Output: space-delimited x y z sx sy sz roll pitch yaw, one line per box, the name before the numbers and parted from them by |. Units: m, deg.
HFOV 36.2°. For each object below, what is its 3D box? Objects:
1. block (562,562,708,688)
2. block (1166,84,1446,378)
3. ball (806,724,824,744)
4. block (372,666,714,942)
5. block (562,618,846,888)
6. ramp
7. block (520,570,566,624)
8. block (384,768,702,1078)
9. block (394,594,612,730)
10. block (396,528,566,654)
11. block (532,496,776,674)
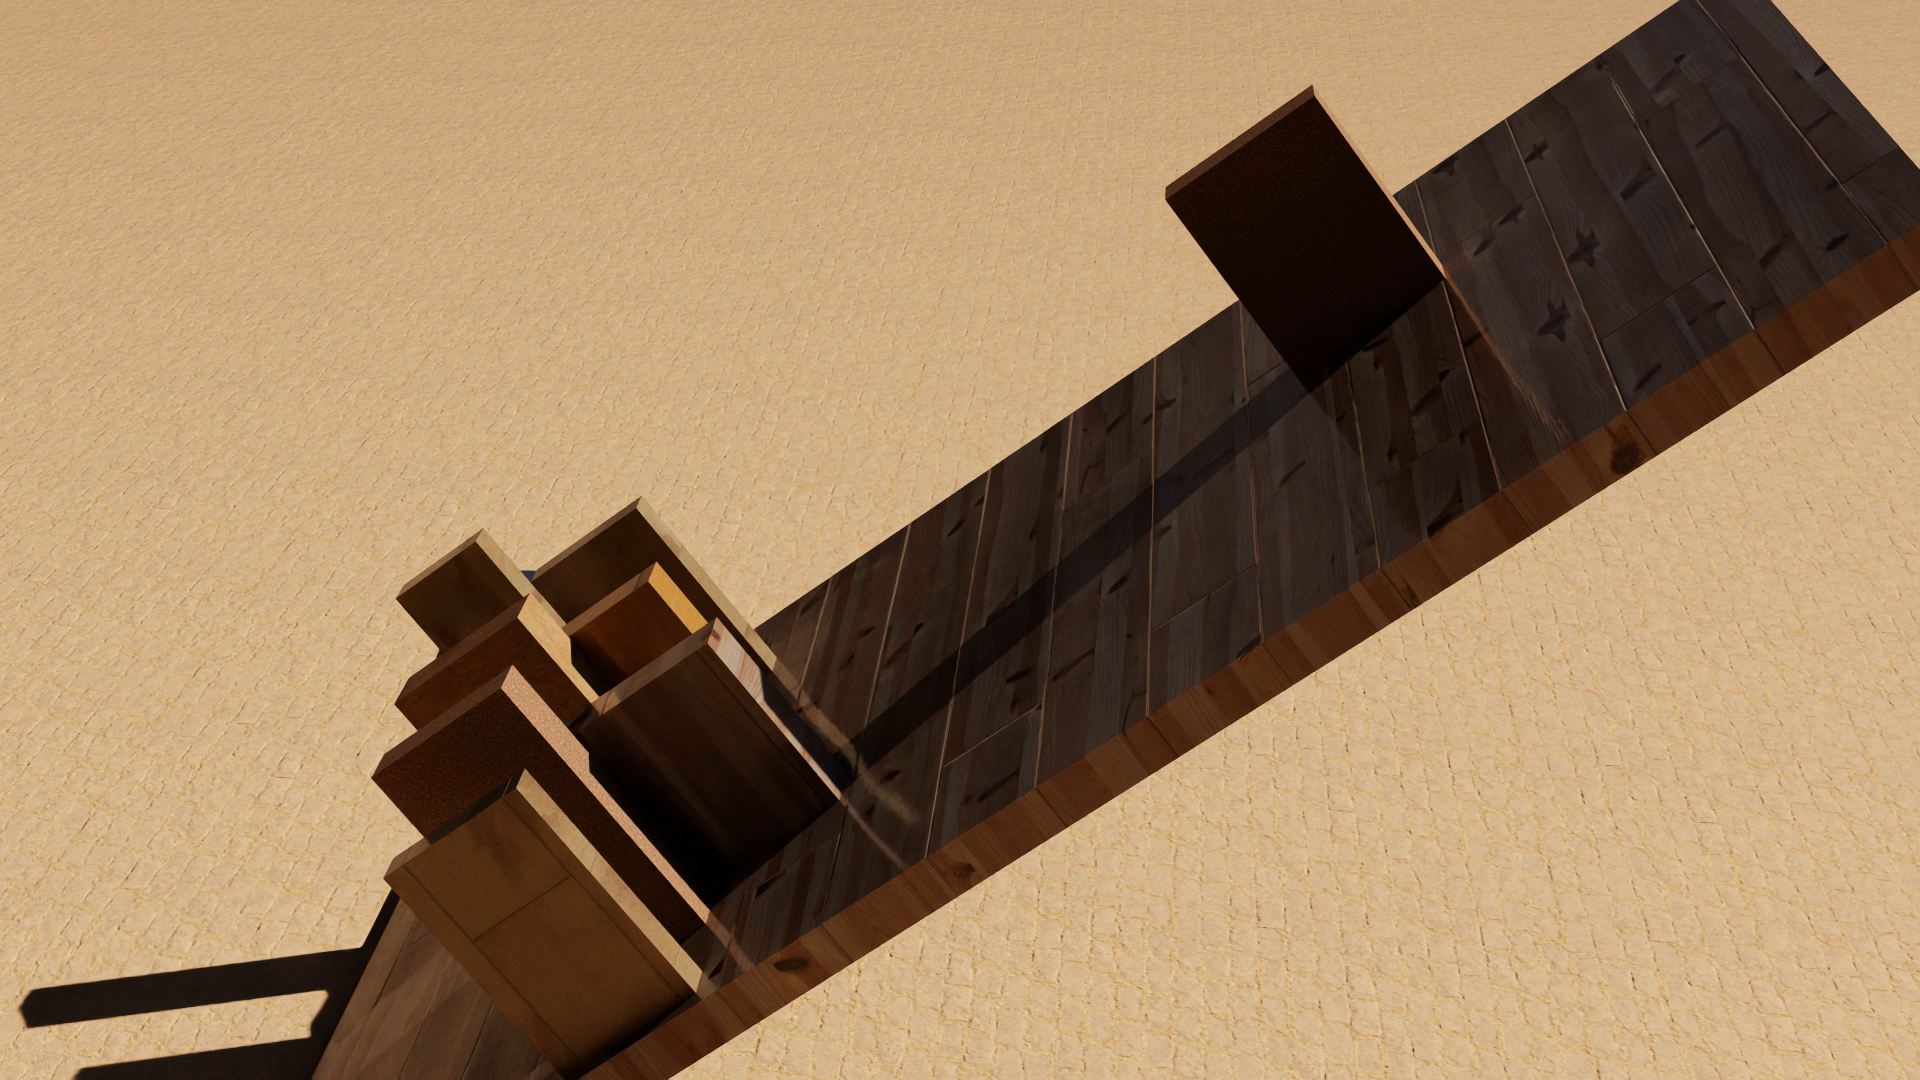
block | -0.662 0.347 6.520 0.351 0.491 0.110 -34 16 16
block | 0.728 -0.650 6.217 0.377 0.483 0.100 -34 16 16
ball | -0.353 0.452 6.178 0.143 0.143 0.143 0 22 0
block | -0.835 0.600 5.915 0.342 0.639 0.107 -34 16 16
block | -0.537 0.455 6.046 0.417 0.430 0.128 -34 16 16
ramp | 0.130 0.178 6.320 4.000 0.100 2.000 -34 16 16
block | -1.343 0.218 9.241 0.187 0.187 0.187 0 22 0
block | -0.796 0.738 5.633 0.335 0.536 0.080 -34 16 16
block | -0.889 0.468 6.441 0.353 0.623 0.134 -34 16 16
block | -1.106 0.296 7.403 0.266 0.631 0.089 -34 16 16
block | -0.734 0.193 7.068 0.329 0.518 0.080 -34 16 16
